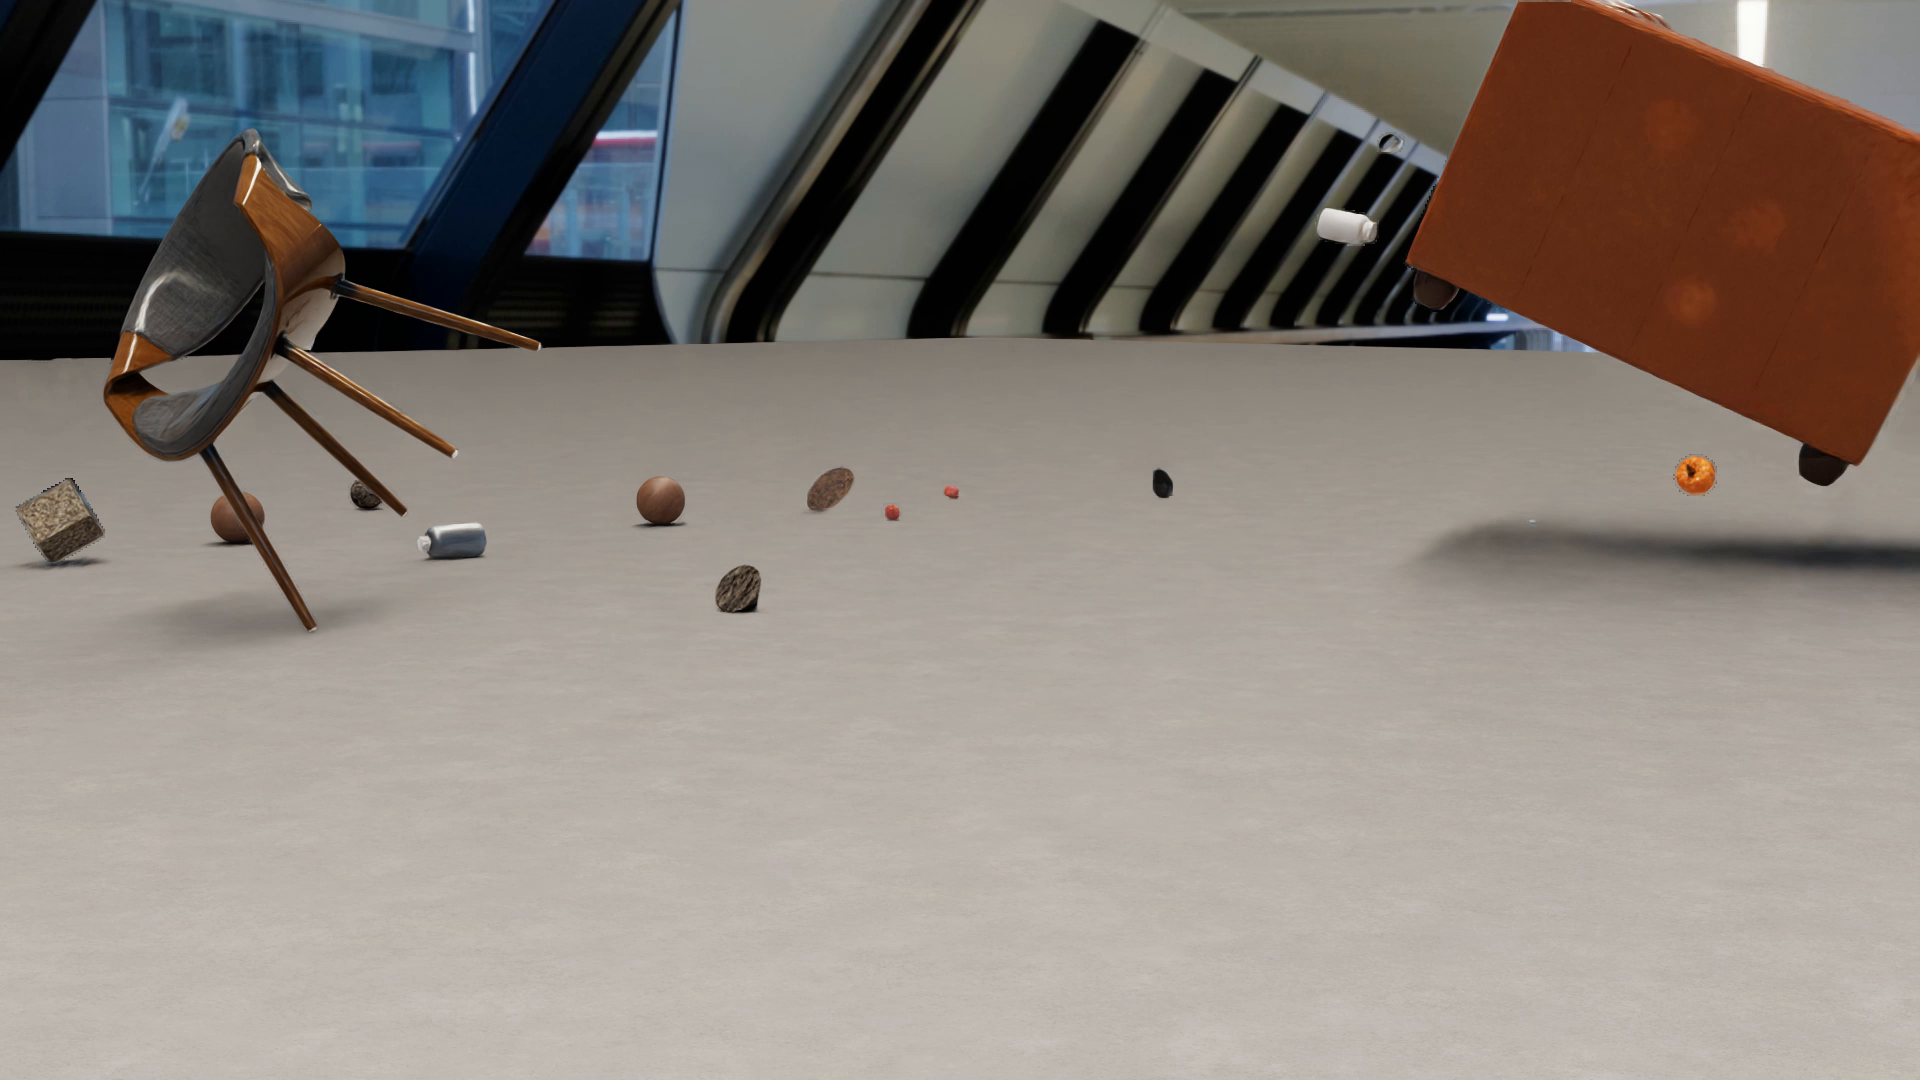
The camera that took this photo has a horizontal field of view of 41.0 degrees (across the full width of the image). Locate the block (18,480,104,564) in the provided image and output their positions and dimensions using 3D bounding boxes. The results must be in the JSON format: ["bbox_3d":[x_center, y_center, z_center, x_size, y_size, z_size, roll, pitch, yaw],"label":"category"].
[{"bbox_3d":[-2.058,-0.041,5.874,0.132,0.109,0.099,-31,-24,-14],"label":"block"}]

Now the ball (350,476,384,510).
[{"bbox_3d":[-1.676,-0.133,7.250,0.093,0.093,0.093,0,6,0],"label":"ball"}]

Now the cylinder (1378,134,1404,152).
[{"bbox_3d":[1.232,-1.134,7.342,0.058,0.034,0.073,-44,-17,24],"label":"cylinder"}]
